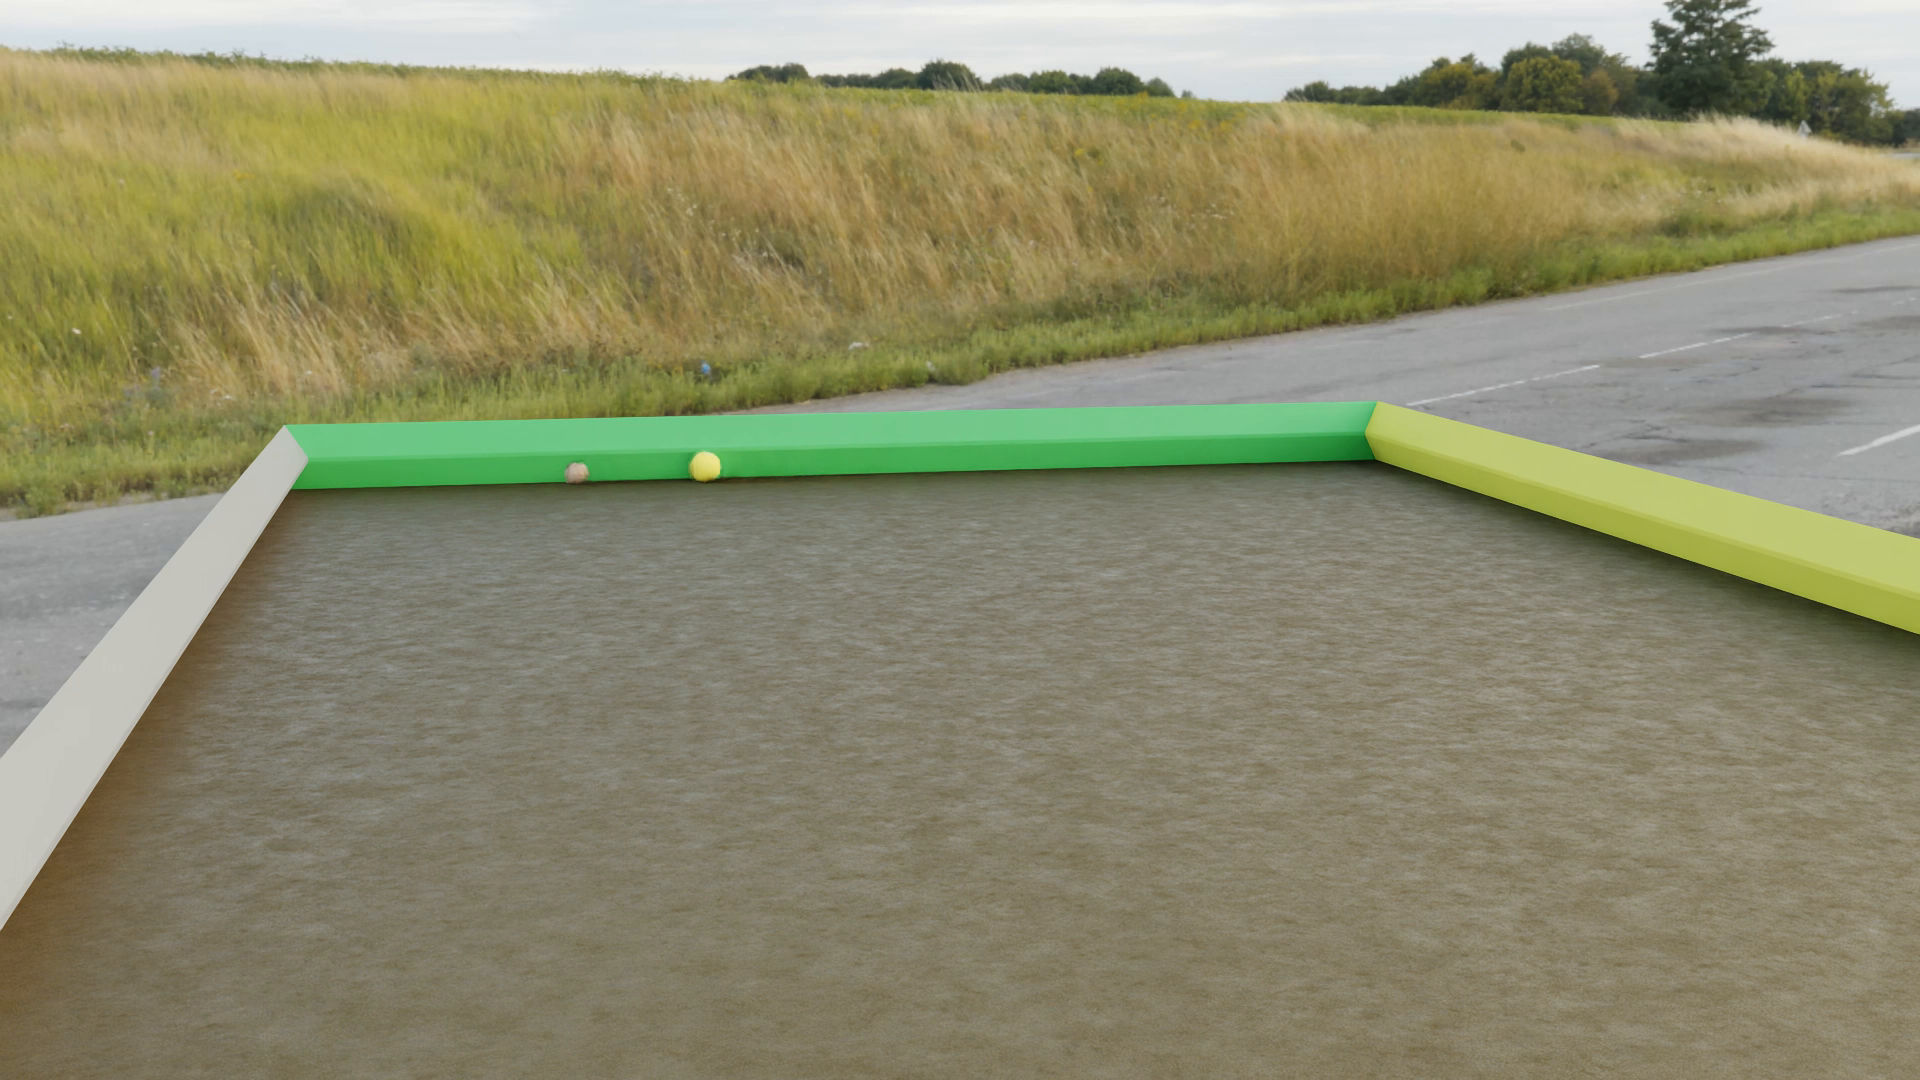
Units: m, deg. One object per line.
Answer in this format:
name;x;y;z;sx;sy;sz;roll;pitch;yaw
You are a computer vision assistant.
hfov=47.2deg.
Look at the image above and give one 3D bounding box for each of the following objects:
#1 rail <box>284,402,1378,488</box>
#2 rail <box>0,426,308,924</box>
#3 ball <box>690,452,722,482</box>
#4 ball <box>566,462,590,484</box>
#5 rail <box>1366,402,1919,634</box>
rail;-0.194;-0.187;4.295;2.166;0.119;0.045;-2;10;-12
rail;-0.838;0.156;2.221;0.045;0.119;3.902;-2;10;-12
ball;-0.486;-0.140;4.201;0.059;0.059;0.059;0;9;0
ball;-0.725;-0.126;4.170;0.043;0.043;0.043;0;9;0
rail;1.236;0.086;2.647;0.045;0.119;3.902;-2;10;-12
